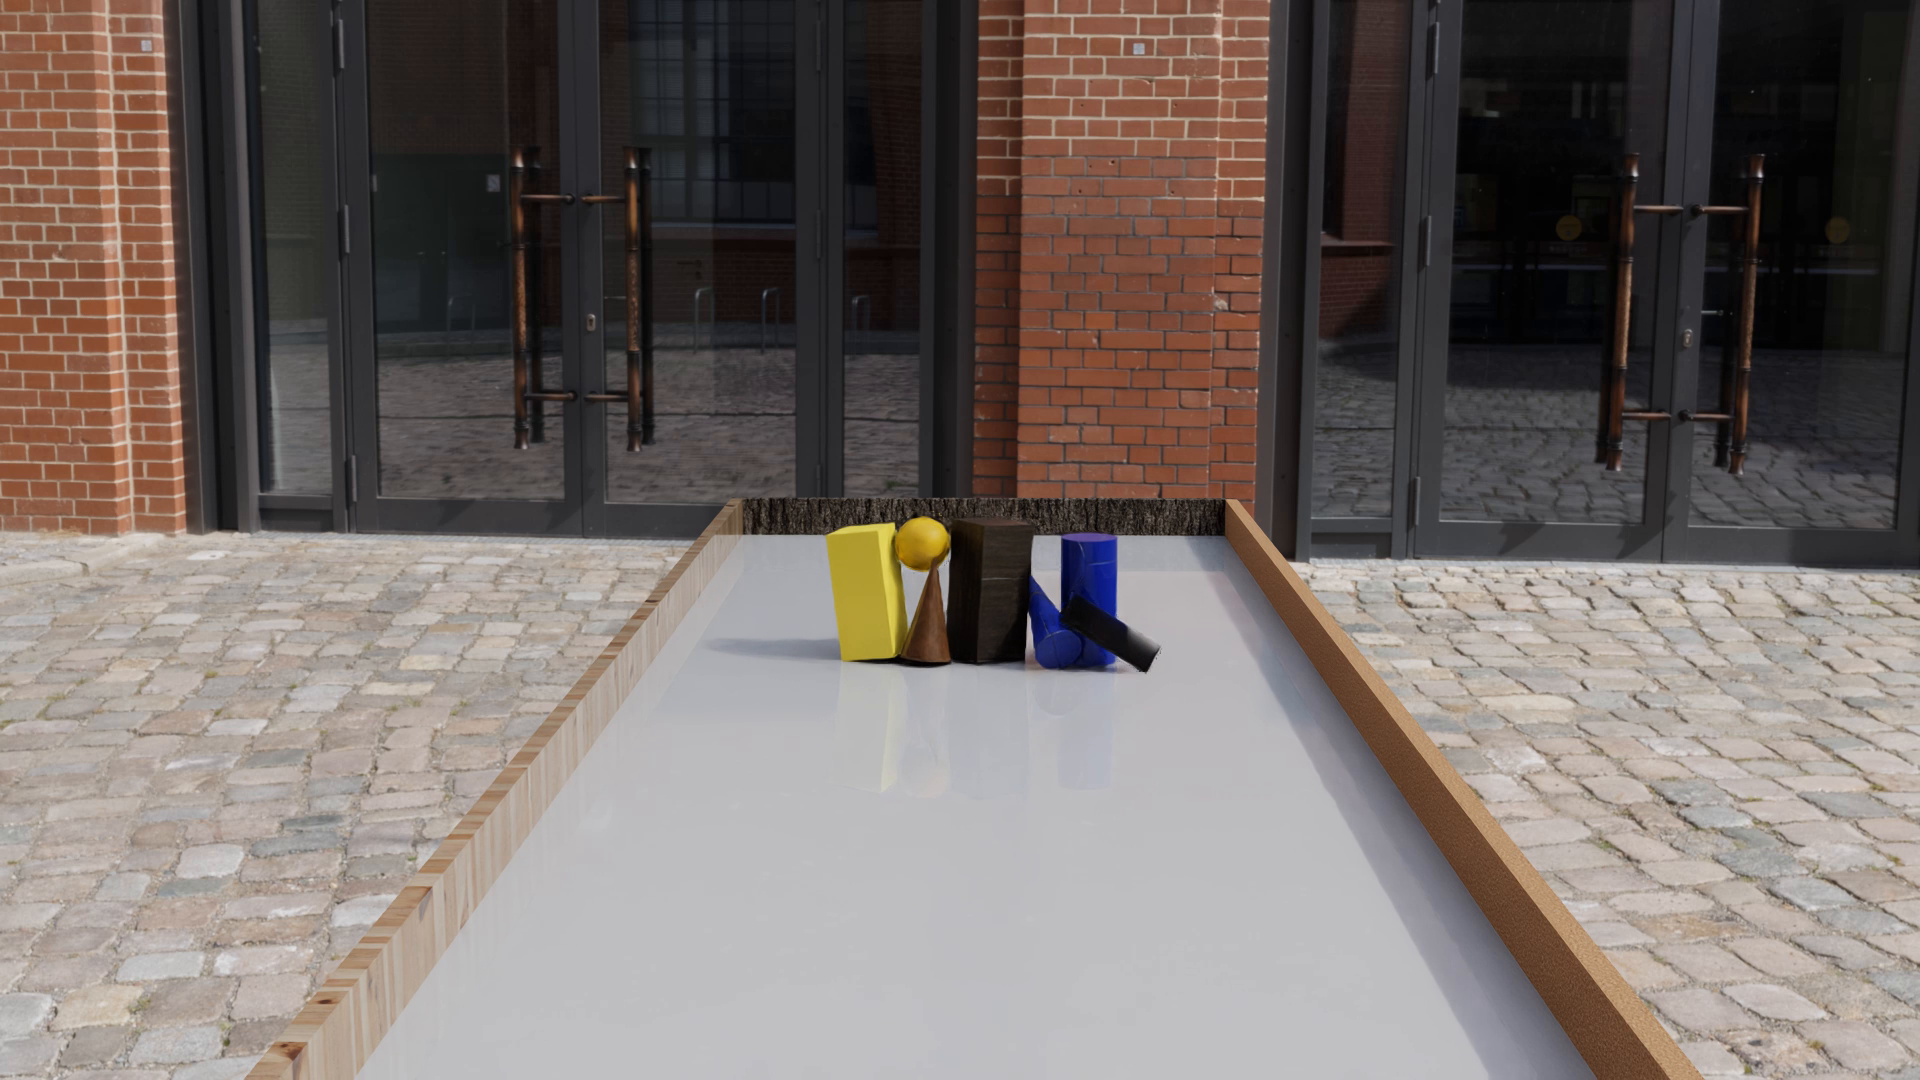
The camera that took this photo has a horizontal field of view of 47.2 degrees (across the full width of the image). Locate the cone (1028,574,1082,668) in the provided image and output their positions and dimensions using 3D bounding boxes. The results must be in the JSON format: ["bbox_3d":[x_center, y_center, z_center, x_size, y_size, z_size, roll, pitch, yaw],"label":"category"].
[{"bbox_3d":[0.244,0.202,6.686,0.146,0.146,0.412,-3,39,-16],"label":"cone"}]

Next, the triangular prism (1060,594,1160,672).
[{"bbox_3d":[0.447,0.272,6.535,0.300,0.087,0.100,32,7,-4],"label":"triangular prism"}]

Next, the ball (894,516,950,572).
[{"bbox_3d":[-0.114,0.014,6.716,0.170,0.170,0.170,0,9,0],"label":"ball"}]

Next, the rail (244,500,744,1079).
[{"bbox_3d":[-1.004,0.839,3.234,0.050,0.150,12.000,0,9,1],"label":"rail"}]

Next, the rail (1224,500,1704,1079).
[{"bbox_3d":[1.046,0.843,3.208,0.050,0.150,12.000,0,9,1],"label":"rail"}]

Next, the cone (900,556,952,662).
[{"bbox_3d":[-0.089,0.201,6.651,0.156,0.322,0.156,5,3,0],"label":"cone"}]

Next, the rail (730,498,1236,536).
[{"bbox_3d":[0.099,-0.098,9.147,2.100,0.150,0.050,0,9,1],"label":"rail"}]

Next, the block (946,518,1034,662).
[{"bbox_3d":[0.088,0.150,6.705,0.177,0.414,0.177,-1,8,-33],"label":"block"}]

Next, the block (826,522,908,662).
[{"bbox_3d":[-0.279,0.158,6.716,0.167,0.389,0.167,-5,7,18],"label":"block"}]

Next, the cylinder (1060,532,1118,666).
[{"bbox_3d":[0.390,0.179,6.666,0.173,0.380,0.173,0,9,0],"label":"cylinder"}]
